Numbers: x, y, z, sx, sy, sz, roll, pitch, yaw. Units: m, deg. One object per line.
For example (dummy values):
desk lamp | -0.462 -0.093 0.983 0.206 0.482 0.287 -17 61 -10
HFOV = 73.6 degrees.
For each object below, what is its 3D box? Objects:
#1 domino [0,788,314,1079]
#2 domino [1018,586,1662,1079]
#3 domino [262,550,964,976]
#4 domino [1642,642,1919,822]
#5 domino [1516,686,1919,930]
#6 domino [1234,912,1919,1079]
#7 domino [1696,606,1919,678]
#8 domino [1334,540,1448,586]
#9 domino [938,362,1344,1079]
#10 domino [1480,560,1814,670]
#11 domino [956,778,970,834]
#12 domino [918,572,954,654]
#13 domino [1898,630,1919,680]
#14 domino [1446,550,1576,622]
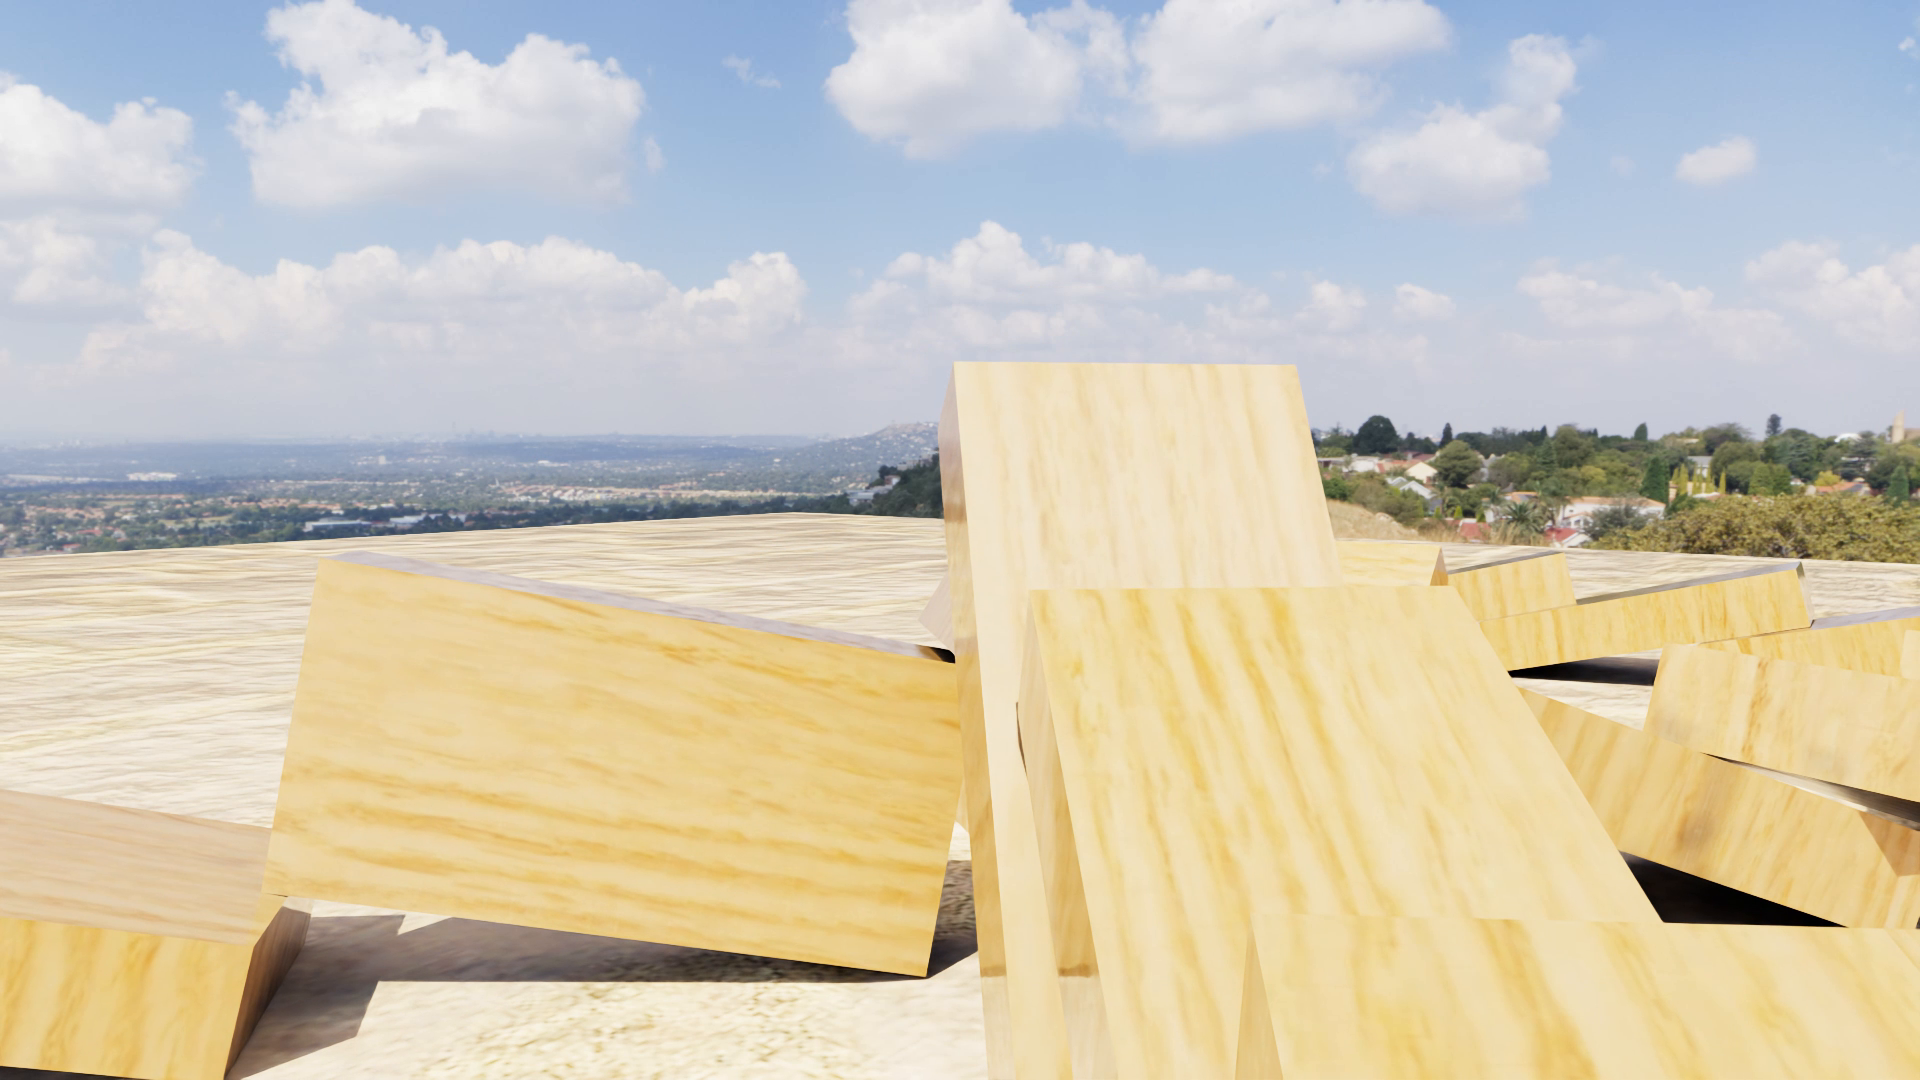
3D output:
domino | -0.075 0.025 0.090 0.050 0.009 0.025 13 0 -16
domino | 0.018 0.021 0.056 0.025 0.010 0.050 0 36 -5
domino | -0.025 0.018 0.102 0.050 0.025 0.010 10 1 -9
domino | 0.093 0.022 0.122 0.050 0.009 0.025 17 -3 -26
domino | 0.056 0.021 0.115 0.050 0.010 0.025 19 0 -12
domino | 0.021 0.028 0.022 0.025 0.010 0.050 0 25 4
domino | 0.149 0.017 0.204 0.025 0.009 0.050 -4 -8 -45
domino | 0.064 0.012 0.246 0.050 0.009 0.025 3 48 34
domino | 0.013 0.012 0.084 0.025 0.050 0.010 -1 -25 -9
domino | 0.124 0.014 0.232 0.050 0.009 0.025 -15 -6 35
domino | 0.011 0.027 0.150 0.025 0.010 0.050 -1 4 -16
domino | 0.022 0.017 0.110 0.050 0.009 0.025 31 -2 -9
domino | 0.126 0.021 0.139 0.050 0.009 0.025 16 -6 -34
domino | 0.093 0.012 0.255 0.050 0.009 0.025 -13 -4 19
